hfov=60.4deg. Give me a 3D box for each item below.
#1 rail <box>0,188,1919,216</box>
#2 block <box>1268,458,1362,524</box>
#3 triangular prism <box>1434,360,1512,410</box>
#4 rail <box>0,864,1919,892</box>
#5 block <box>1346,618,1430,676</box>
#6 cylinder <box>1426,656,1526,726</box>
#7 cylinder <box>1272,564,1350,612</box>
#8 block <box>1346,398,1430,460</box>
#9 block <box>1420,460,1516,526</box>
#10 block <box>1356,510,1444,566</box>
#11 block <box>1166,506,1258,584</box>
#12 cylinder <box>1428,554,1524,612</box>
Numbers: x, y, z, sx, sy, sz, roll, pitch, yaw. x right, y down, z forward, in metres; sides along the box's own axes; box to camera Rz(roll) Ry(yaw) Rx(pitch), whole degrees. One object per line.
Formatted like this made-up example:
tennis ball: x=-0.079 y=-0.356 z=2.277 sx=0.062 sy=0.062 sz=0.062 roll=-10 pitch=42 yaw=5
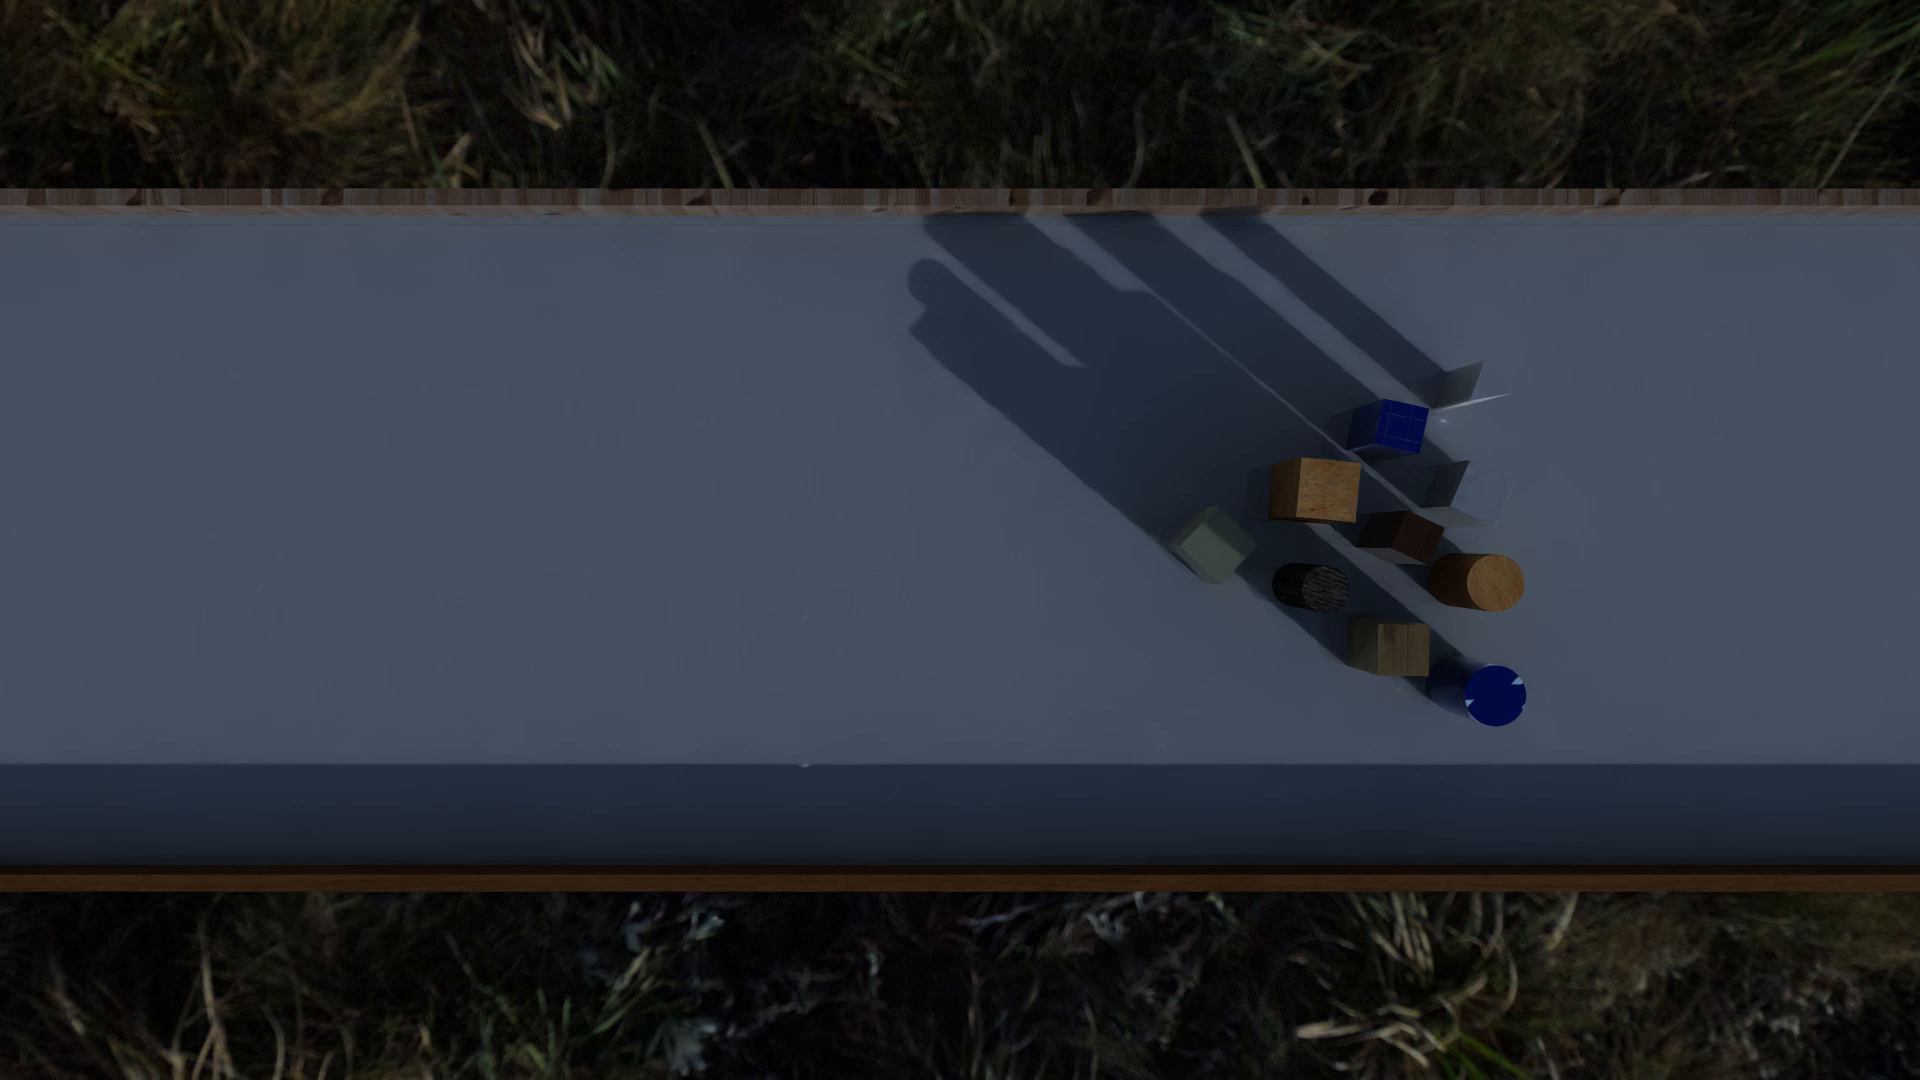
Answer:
rail: x=-2.247 y=-1.025 z=5.002 sx=12.000 sy=0.150 sz=0.050 roll=0 pitch=90 yaw=0
block: x=1.040 y=-0.141 z=4.864 sx=0.169 sy=0.424 sz=0.169 roll=6 pitch=90 yaw=0
triangular prism: x=1.506 y=-0.463 z=4.885 sx=0.123 sy=0.383 sz=0.106 roll=-10 pitch=90 yaw=0
rail: x=-2.247 y=1.025 z=5.001 sx=12.000 sy=0.150 sz=0.050 roll=0 pitch=90 yaw=0
block: x=1.265 y=0.314 z=4.889 sx=0.147 sy=0.374 sz=0.147 roll=1 pitch=90 yaw=0
cylinder: x=1.520 y=0.443 z=4.879 sx=0.174 sy=0.395 sz=0.174 roll=0 pitch=90 yaw=0
cylinder: x=1.028 y=0.138 z=4.852 sx=0.133 sy=0.449 sz=0.133 roll=0 pitch=90 yaw=0
block: x=1.263 y=-0.326 z=4.896 sx=0.131 sy=0.361 sz=0.131 roll=12 pitch=90 yaw=0
block: x=1.513 y=-0.136 z=4.923 sx=0.145 sy=0.307 sz=0.145 roll=23 pitch=90 yaw=0
block: x=1.295 y=-0.006 z=4.871 sx=0.116 sy=0.411 sz=0.116 roll=25 pitch=90 yaw=0
block: x=0.749 y=0.015 z=4.917 sx=0.162 sy=0.319 sz=0.162 roll=44 pitch=90 yaw=0
cylinder: x=1.522 y=0.122 z=4.881 sx=0.164 sy=0.391 sz=0.164 roll=0 pitch=90 yaw=0
